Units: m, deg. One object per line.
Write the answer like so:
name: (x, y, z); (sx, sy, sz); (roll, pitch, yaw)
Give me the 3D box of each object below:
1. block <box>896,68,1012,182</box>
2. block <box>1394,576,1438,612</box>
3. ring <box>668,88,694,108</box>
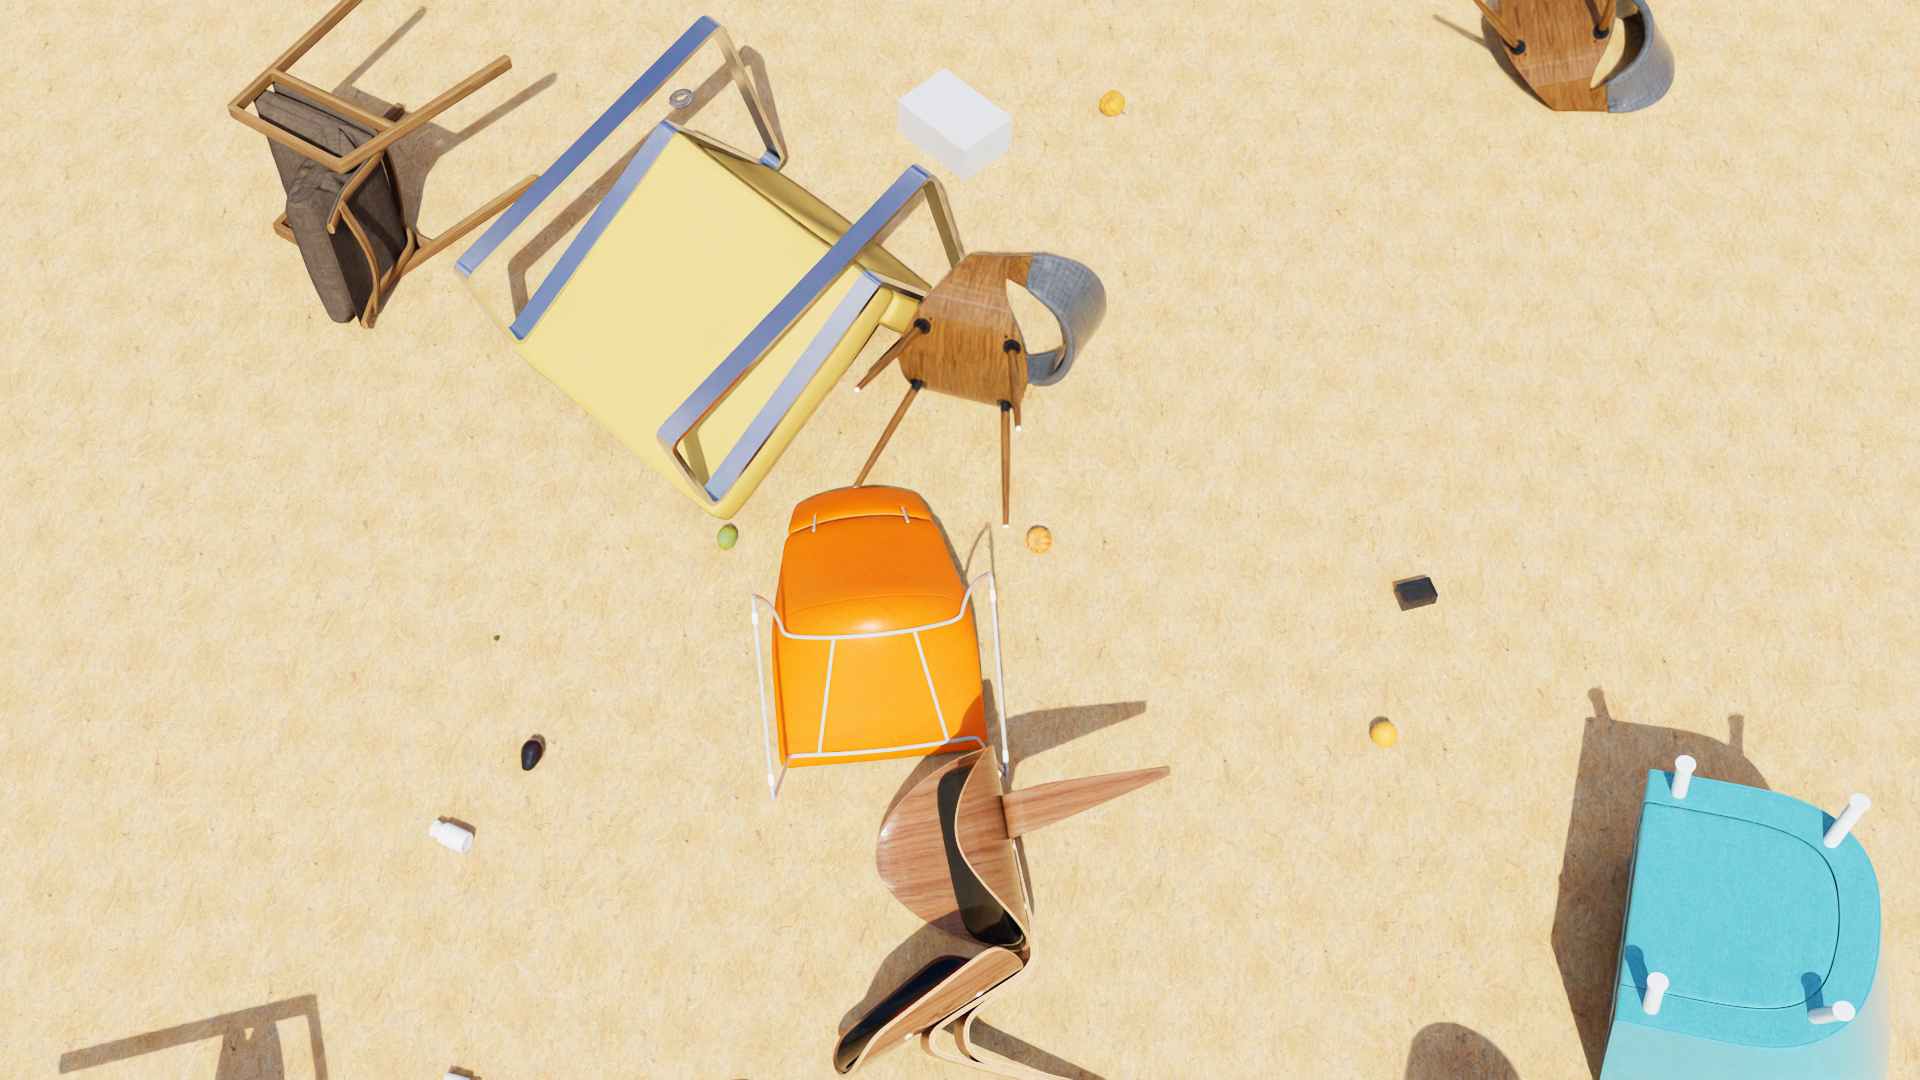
block: (-0.019, -1.405, 7.430); (0.223, 0.144, 0.326); (-39, 64, -23)
block: (1.335, 0.158, 6.440); (0.105, 0.045, 0.066); (-13, 57, -8)
ring: (-0.962, -1.524, 7.582); (0.096, 0.024, 0.071); (-39, 65, -22)
